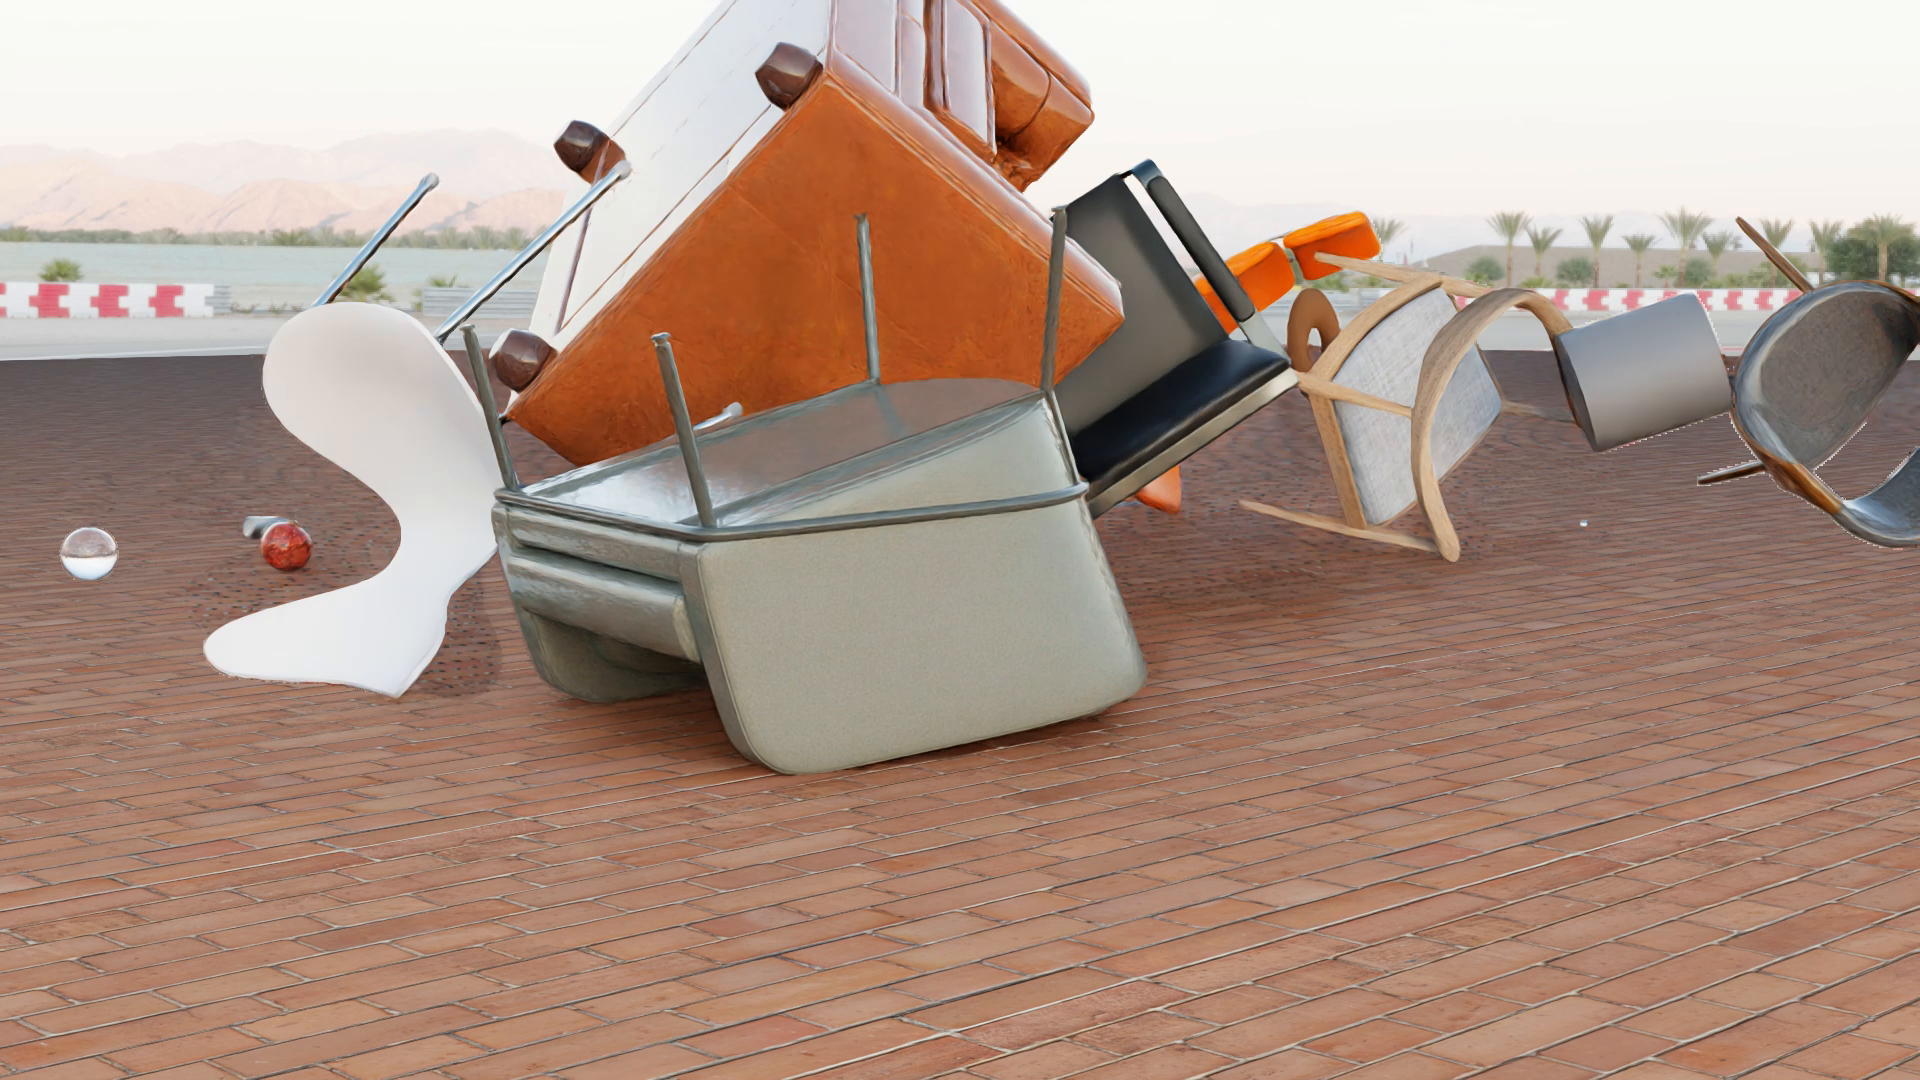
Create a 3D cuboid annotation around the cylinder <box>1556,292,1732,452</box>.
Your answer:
[{"bbox_3d":[1.544,-0.379,5.800,0.309,0.283,0.241,-18,-13,7],"label":"cylinder"}]

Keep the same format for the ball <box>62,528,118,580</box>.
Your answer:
[{"bbox_3d":[-1.888,0.030,5.563,0.115,0.115,0.115,0,6,0],"label":"ball"}]

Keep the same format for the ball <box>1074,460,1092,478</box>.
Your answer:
[{"bbox_3d":[0.403,-0.232,8.373,0.060,0.060,0.060,0,6,0],"label":"ball"}]

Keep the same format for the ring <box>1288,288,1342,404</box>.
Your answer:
[{"bbox_3d":[1.068,-0.582,7.722,0.166,0.360,0.095,-11,15,-12],"label":"ring"}]

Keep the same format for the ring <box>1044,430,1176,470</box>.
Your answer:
[{"bbox_3d":[0.518,-0.311,8.869,0.465,0.119,0.403,-1,7,-15],"label":"ring"}]
